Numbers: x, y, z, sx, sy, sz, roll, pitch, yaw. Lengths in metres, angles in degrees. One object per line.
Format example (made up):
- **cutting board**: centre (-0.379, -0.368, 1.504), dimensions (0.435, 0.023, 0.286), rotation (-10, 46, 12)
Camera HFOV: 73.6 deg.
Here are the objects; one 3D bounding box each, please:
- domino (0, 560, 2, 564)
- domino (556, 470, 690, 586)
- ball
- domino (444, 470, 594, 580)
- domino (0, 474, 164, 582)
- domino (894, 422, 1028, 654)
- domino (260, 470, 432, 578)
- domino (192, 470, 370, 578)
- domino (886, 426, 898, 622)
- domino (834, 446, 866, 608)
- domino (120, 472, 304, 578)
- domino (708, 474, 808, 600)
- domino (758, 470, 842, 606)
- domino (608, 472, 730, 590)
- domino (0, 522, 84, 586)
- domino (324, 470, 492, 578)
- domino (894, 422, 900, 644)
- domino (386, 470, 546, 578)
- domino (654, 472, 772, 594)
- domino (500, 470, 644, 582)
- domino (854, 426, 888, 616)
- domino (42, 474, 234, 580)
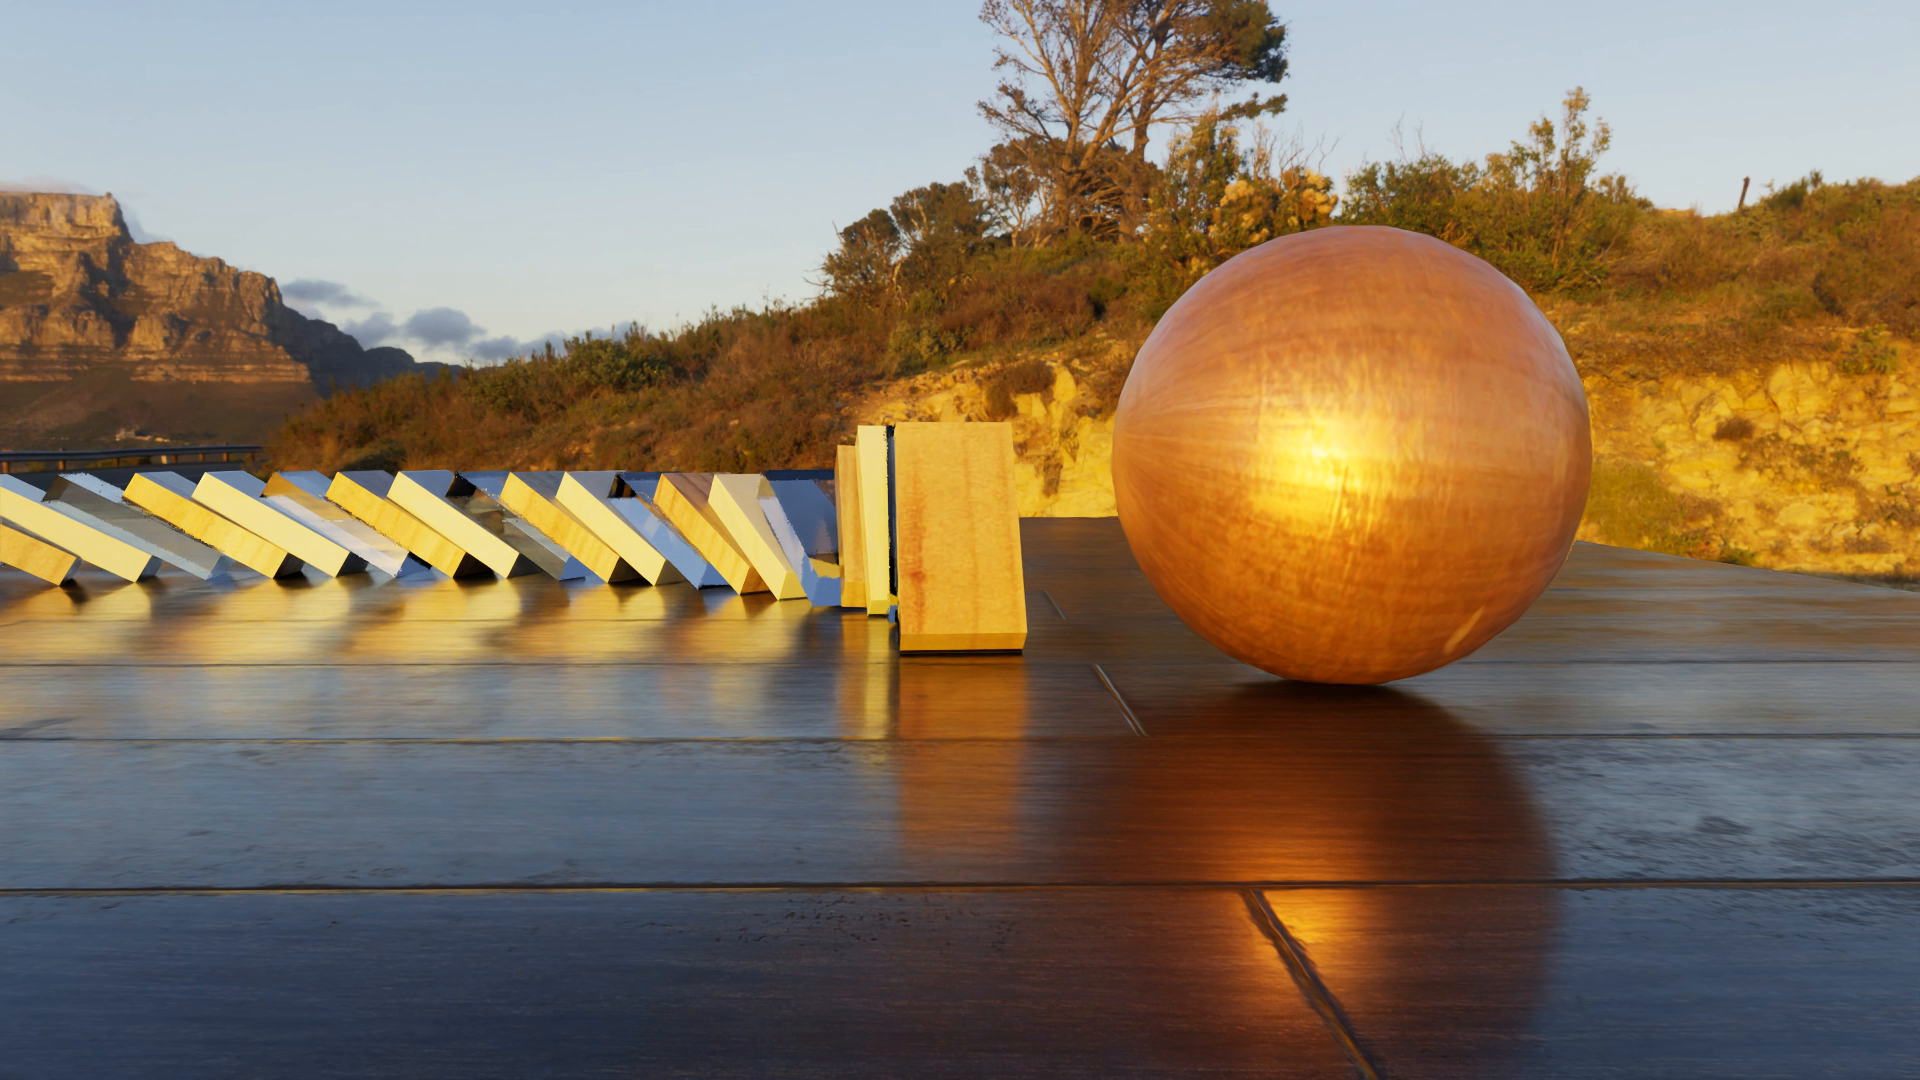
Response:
- **domino**: centre (-0.309, -0.002, 0.374), dimensions (0.050, 0.010, 0.025), rotation (32, -13, -29)
- **domino**: centre (-0.101, -0.005, 0.404), dimensions (0.050, 0.010, 0.025), rotation (37, 22, 25)
- **ball**: centre (0.067, -0.014, 0.226), dimensions (0.080, 0.080, 0.080), rotation (0, 4, 0)
- **domino**: centre (-0.139, -0.005, 0.417), dimensions (0.050, 0.010, 0.025), rotation (33, 14, 15)
- **domino**: centre (-0.276, -0.004, 0.397), dimensions (0.050, 0.010, 0.025), rotation (30, -6, -20)
- **domino**: centre (-0.001, -0.001, 0.269), dimensions (0.025, 0.050, 0.009), rotation (0, -29, -5)
- **domino**: centre (-0.199, -0.006, 0.421), dimensions (0.050, 0.010, 0.025), rotation (30, 5, 0)
- **domino**: centre (-0.219, -0.006, 0.418), dimensions (0.050, 0.010, 0.025), rotation (30, 1, -6)
- **domino**: centre (-0.005, -0.005, 0.314), dimensions (0.025, 0.050, 0.010), rotation (0, -29, -5)
- **domino**: centre (-0.020, -0.004, 0.342), dimensions (0.025, 0.009, 0.050), rotation (2, 47, -11)
- **domino**: centre (-0.238, -0.005, 0.414), dimensions (0.050, 0.009, 0.025), rotation (30, -1, -10)
- **domino**: centre (-0.051, -0.002, 0.370), dimensions (0.025, 0.009, 0.050), rotation (-3, 36, -36)
- **domino**: centre (-0.036, -0.002, 0.356), dimensions (0.025, 0.009, 0.050), rotation (-2, 38, -28)
- **domino**: centre (-0.083, -0.004, 0.395), dimensions (0.050, 0.010, 0.025), rotation (39, 26, 30)
- **domino**: centre (-0.293, -0.003, 0.386), dimensions (0.050, 0.010, 0.025), rotation (31, -11, -25)
- **domino**: centre (-0.179, -0.006, 0.422), dimensions (0.050, 0.010, 0.025), rotation (31, 8, 5)
- **domino**: centre (-0.001, -0.002, 0.281), dimensions (0.025, 0.050, 0.010), rotation (0, -29, -5)
- **domino**: centre (-0.159, -0.006, 0.421), dimensions (0.050, 0.010, 0.025), rotation (32, 11, 10)
- **domino**: centre (-0.067, -0.003, 0.383), dimensions (0.025, 0.010, 0.050), rotation (-4, 37, -46)
- **domino**: centre (-0.120, -0.005, 0.412), dimensions (0.050, 0.010, 0.025), rotation (34, 17, 19)
- **domino**: centre (-0.012, -0.005, 0.326), dimensions (0.025, 0.050, 0.010), rotation (-1, -28, -11)
- **domino**: centre (-0.258, -0.004, 0.406), dimensions (0.050, 0.010, 0.025), rotation (30, -5, -17)
